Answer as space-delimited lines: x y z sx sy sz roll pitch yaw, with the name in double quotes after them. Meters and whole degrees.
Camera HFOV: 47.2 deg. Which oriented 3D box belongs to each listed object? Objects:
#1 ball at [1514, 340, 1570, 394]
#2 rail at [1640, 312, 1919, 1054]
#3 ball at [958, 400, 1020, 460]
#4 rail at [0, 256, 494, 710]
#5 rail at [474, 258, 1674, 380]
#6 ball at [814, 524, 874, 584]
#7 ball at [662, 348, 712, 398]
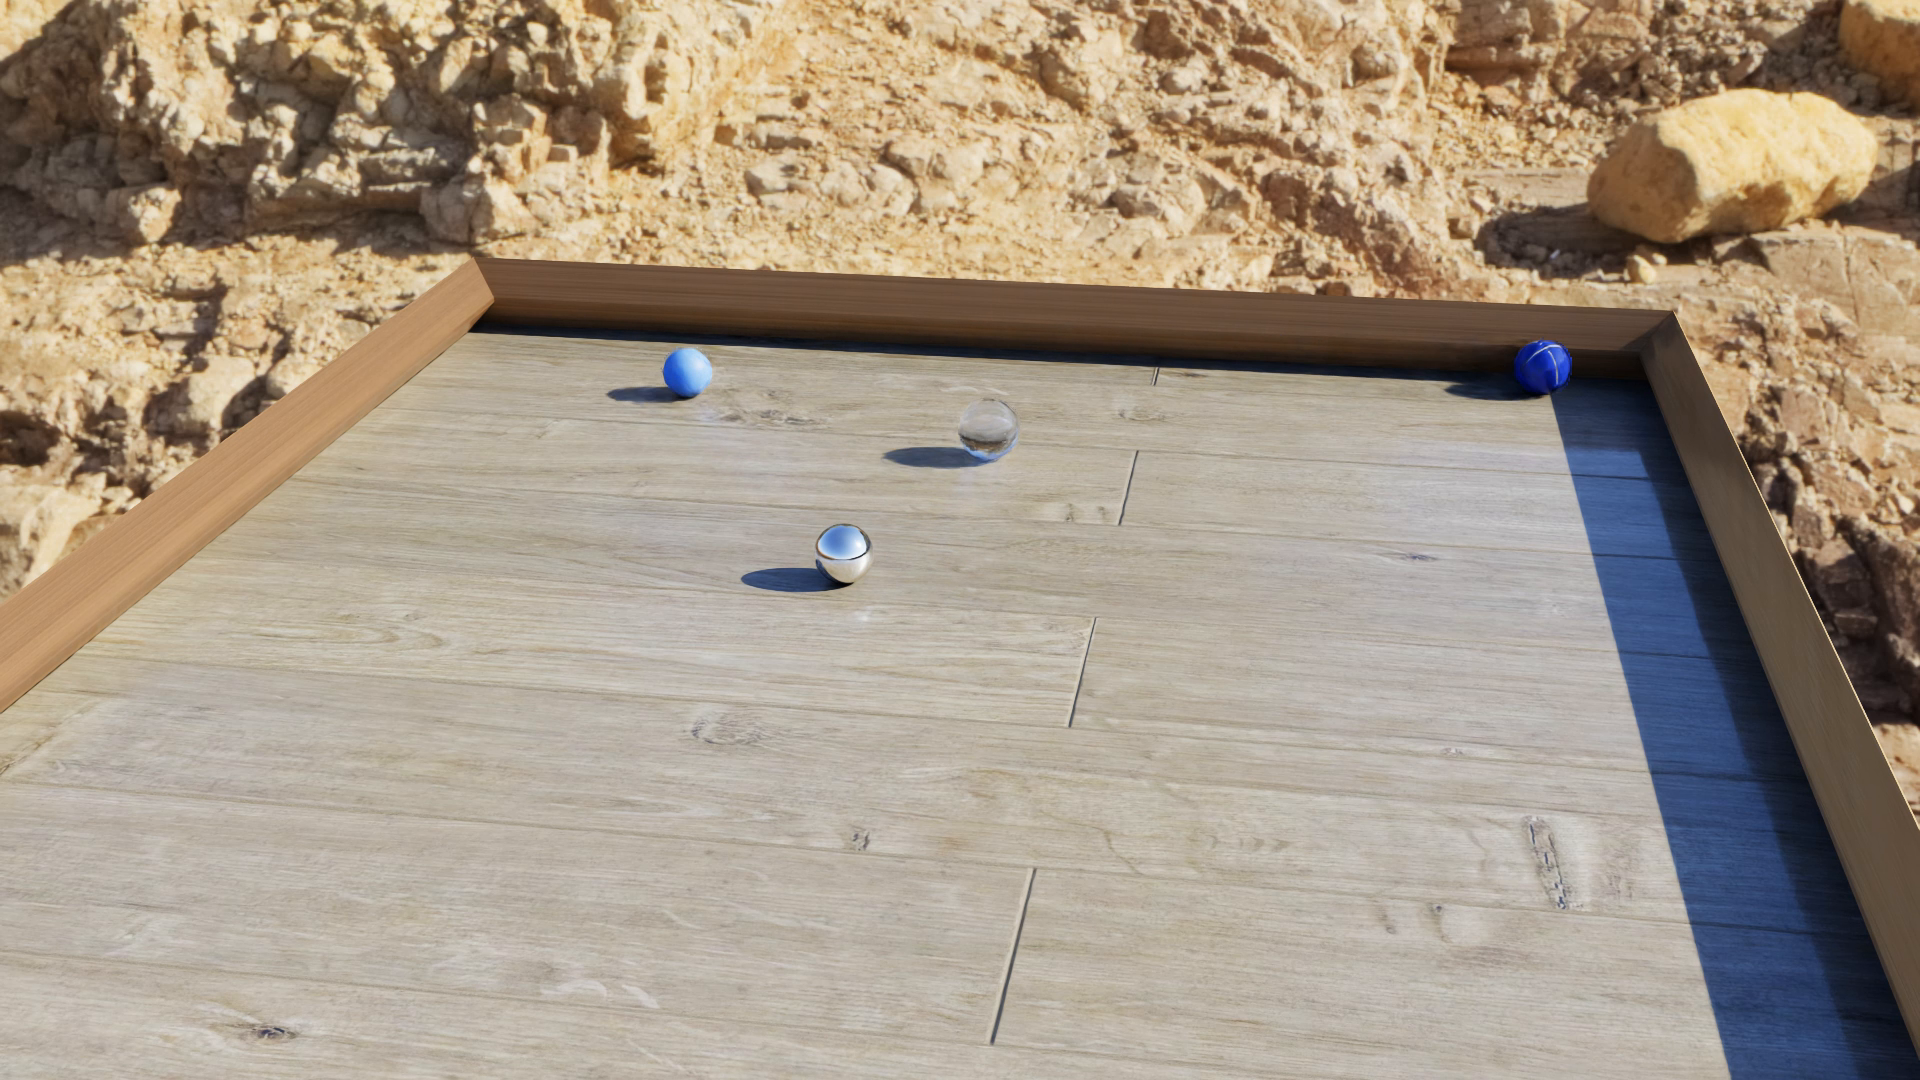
0.772 -0.229 2.917 0.072 0.072 0.072 0 23 0 "ball"
0.684 0.336 1.538 0.045 0.097 3.133 4 23 8 "rail"
0.036 -0.135 2.688 0.075 0.075 0.075 0 23 0 "ball"
-0.933 0.235 1.777 0.045 0.097 3.133 4 23 8 "rail"
0.121 -0.305 3.062 1.685 0.097 0.045 4 23 8 "rail"
-0.124 0.014 2.347 0.065 0.065 0.065 0 23 0 "ball"
-0.360 -0.221 2.908 0.065 0.065 0.065 0 23 0 "ball"
